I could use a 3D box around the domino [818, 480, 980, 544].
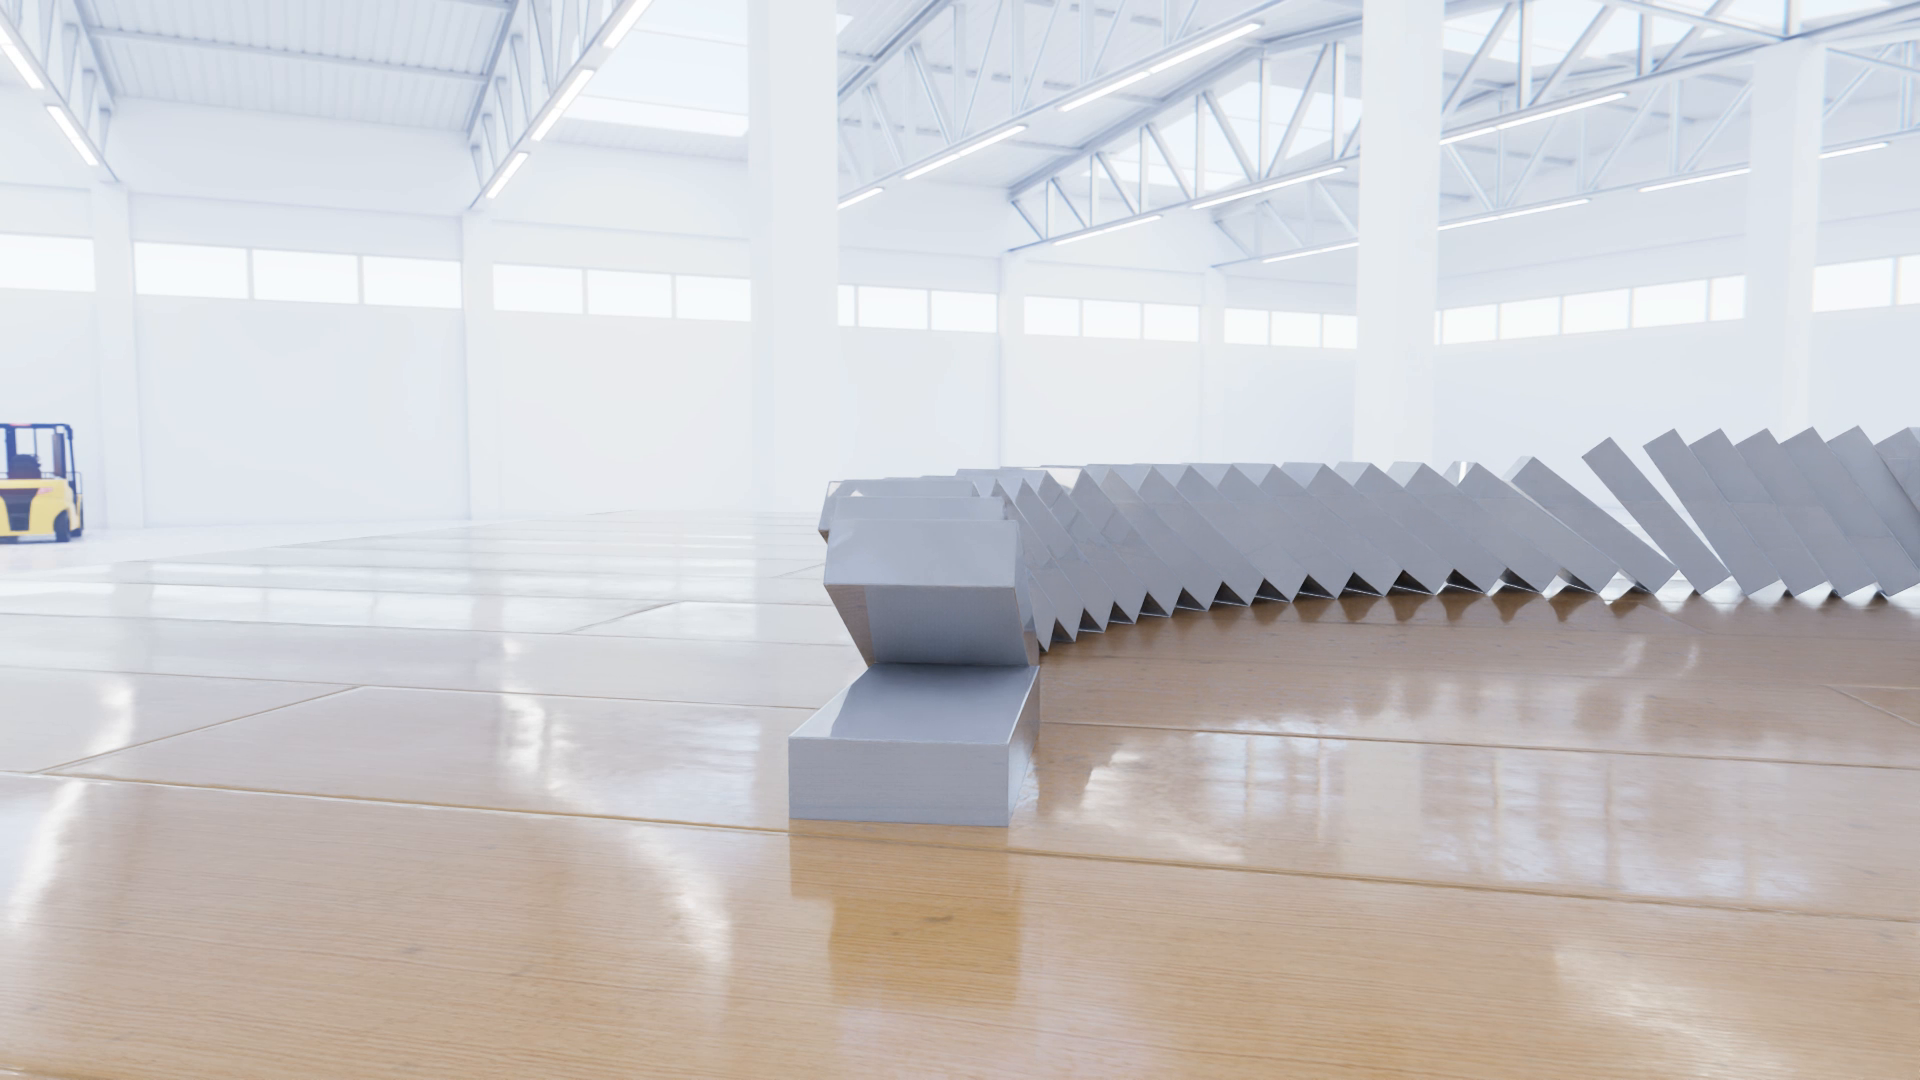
[{"bbox_3d":[-0.004,0.007,0.228,0.025,0.009,0.050,0,-31,16],"label":"domino"}]

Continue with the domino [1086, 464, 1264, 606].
[{"bbox_3d":[0.055,-0.001,0.336,0.050,0.009,0.025,40,-18,-29],"label":"domino"}]

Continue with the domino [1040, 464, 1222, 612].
[{"bbox_3d":[0.042,0.000,0.325,0.050,0.009,0.025,41,-21,-32],"label":"domino"}]

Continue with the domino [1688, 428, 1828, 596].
[{"bbox_3d":[0.229,-0.009,0.370,0.010,0.050,0.025,-35,-13,27],"label":"domino"}]

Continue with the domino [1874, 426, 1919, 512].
[{"bbox_3d":[0.274,-0.007,0.350,0.025,0.050,0.009,-3,-27,-36],"label":"domino"}]

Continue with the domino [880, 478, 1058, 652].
[{"bbox_3d":[-0.002,0.006,0.247,0.025,0.009,0.050,1,-30,26],"label":"domino"}]

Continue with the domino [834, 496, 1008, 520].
[{"bbox_3d":[-0.003,0.010,0.209,0.025,0.010,0.050,1,-28,9],"label":"domino"}]

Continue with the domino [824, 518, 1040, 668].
[{"bbox_3d":[-0.002,0.012,0.190,0.025,0.009,0.050,1,-25,7],"label":"domino"}]

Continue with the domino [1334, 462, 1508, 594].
[{"bbox_3d":[0.132,-0.004,0.374,0.050,0.009,0.025,36,1,-5],"label":"domino"}]

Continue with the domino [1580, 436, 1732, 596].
[{"bbox_3d":[0.203,-0.008,0.375,0.009,0.050,0.025,-41,-15,24],"label":"domino"}]

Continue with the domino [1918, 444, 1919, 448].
[{"bbox_3d":[0.278,-0.006,0.339,0.025,0.050,0.009,-3,-28,-34],"label":"domino"}]

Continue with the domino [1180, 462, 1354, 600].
[{"bbox_3d":[0.083,-0.003,0.356,0.050,0.010,0.025,37,-10,-20],"label":"domino"}]

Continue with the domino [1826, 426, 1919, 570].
[{"bbox_3d":[0.266,-0.009,0.363,0.009,0.050,0.025,-37,-20,32],"label":"domino"}]

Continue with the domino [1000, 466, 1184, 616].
[{"bbox_3d":[0.031,0.001,0.310,0.025,0.009,0.050,4,-30,44],"label":"domino"}]

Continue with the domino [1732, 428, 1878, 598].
[{"bbox_3d":[0.241,-0.009,0.368,0.009,0.050,0.025,-35,-13,27],"label":"domino"}]

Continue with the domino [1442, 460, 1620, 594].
[{"bbox_3d":[0.166,-0.004,0.377,0.050,0.009,0.025,37,8,3],"label":"domino"}]

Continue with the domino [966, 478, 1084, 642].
[{"bbox_3d":[0.005,0.005,0.264,0.025,0.009,0.050,2,-29,29],"label":"domino"}]

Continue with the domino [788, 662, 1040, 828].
[{"bbox_3d":[-0.004,0.025,0.168,0.025,0.009,0.050,1,4,8],"label":"domino"}]

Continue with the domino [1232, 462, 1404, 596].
[{"bbox_3d":[0.099,-0.003,0.364,0.050,0.010,0.025,36,-5,-14],"label":"domino"}]

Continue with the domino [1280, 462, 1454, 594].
[{"bbox_3d":[0.115,-0.004,0.369,0.050,0.009,0.025,36,-3,-11],"label":"domino"}]

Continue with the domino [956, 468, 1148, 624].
[{"bbox_3d":[0.020,0.002,0.297,0.025,0.009,0.050,4,-30,40],"label":"domino"}]

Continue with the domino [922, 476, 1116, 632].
[{"bbox_3d":[0.012,0.004,0.280,0.025,0.009,0.050,3,-29,33],"label":"domino"}]

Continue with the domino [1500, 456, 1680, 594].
[{"bbox_3d":[0.184,-0.005,0.377,0.050,0.009,0.025,41,14,10],"label":"domino"}]

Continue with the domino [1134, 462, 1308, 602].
[{"bbox_3d":[0.068,-0.002,0.347,0.050,0.010,0.025,38,-13,-24],"label":"domino"}]

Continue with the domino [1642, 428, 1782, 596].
[{"bbox_3d":[0.217,-0.009,0.372,0.009,0.050,0.025,-35,-13,27],"label":"domino"}]

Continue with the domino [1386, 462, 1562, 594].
[{"bbox_3d":[0.148,-0.004,0.376,0.050,0.010,0.025,36,4,-2],"label":"domino"}]

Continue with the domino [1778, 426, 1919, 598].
[{"bbox_3d":[0.253,-0.009,0.366,0.009,0.050,0.025,-35,-14,27],"label":"domino"}]
